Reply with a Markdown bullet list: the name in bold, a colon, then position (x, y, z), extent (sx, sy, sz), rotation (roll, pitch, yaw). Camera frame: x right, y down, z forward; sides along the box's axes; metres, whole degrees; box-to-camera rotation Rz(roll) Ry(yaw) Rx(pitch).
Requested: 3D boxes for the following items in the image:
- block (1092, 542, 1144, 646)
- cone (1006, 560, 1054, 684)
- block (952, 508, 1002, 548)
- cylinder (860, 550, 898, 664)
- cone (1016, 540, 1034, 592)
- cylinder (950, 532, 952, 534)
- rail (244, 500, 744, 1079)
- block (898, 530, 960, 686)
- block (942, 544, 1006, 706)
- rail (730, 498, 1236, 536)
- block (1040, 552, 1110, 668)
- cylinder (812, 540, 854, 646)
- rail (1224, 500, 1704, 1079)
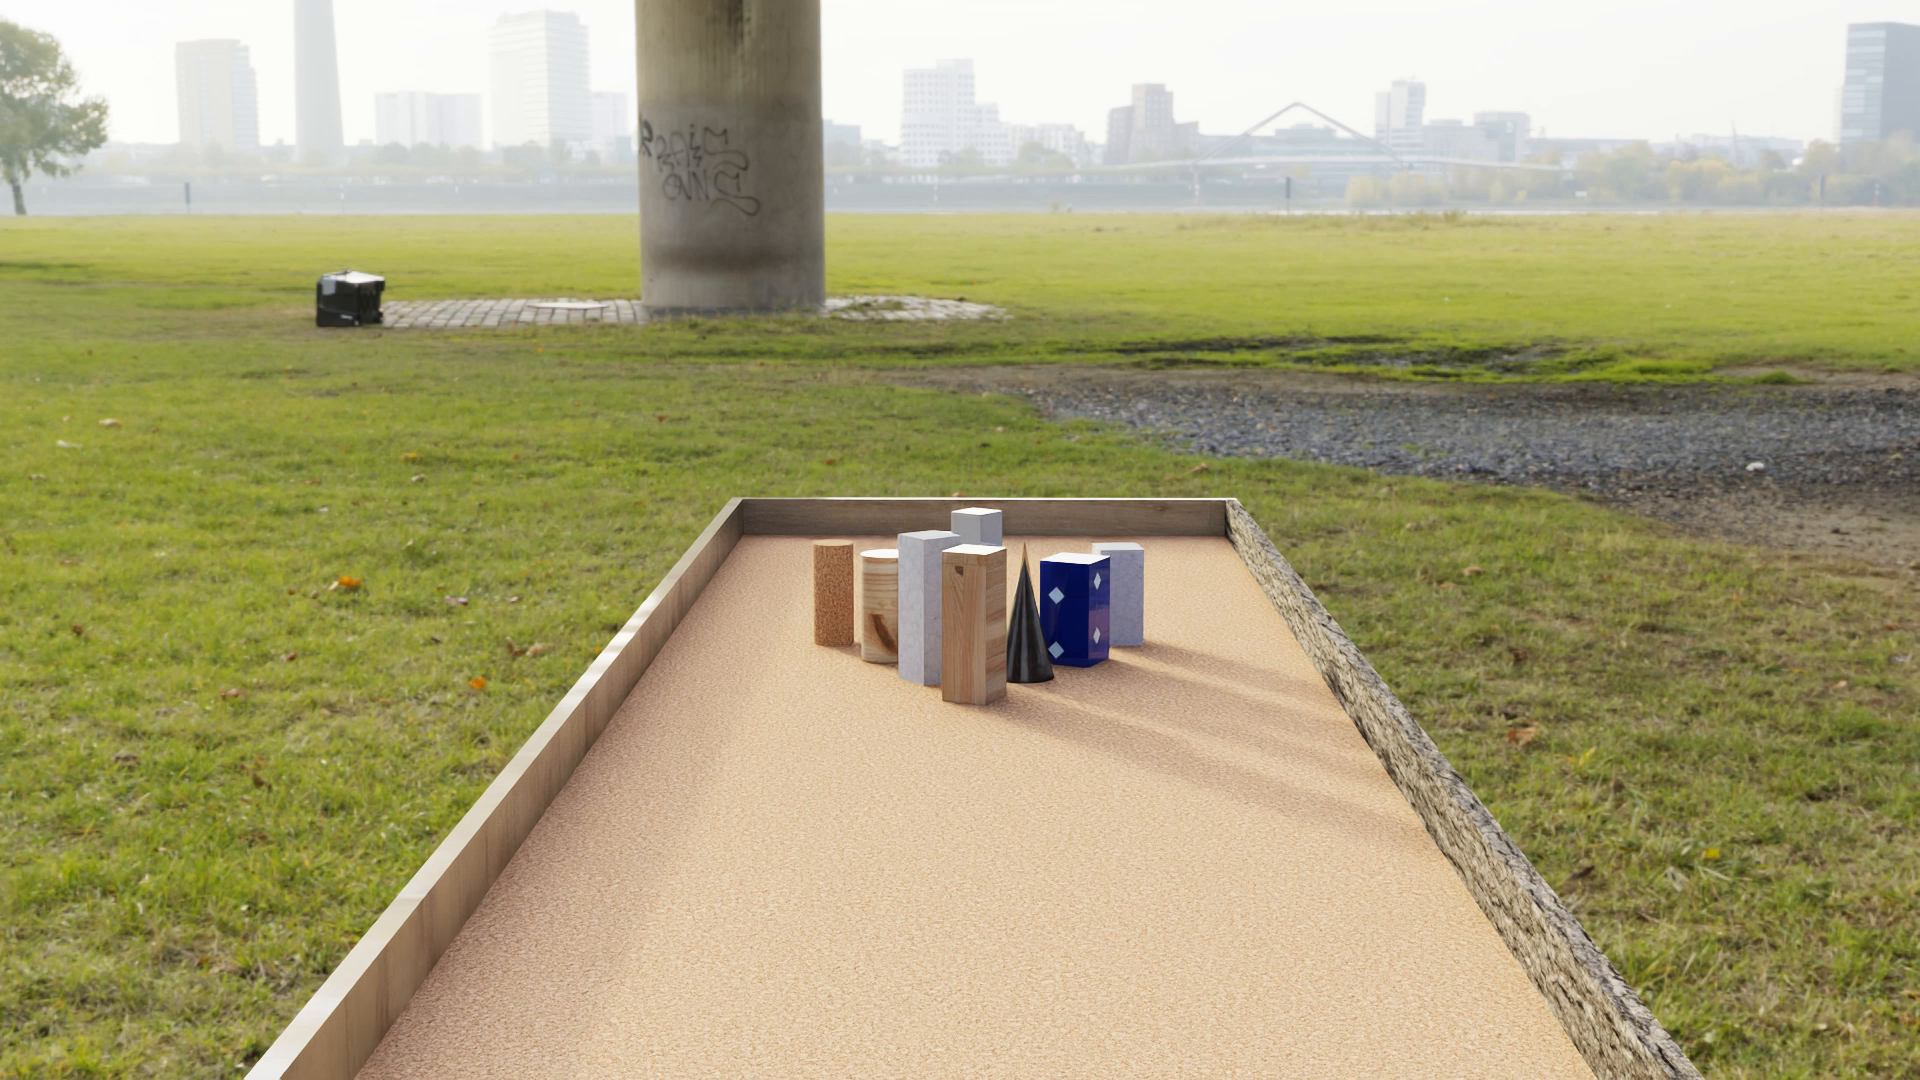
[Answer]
- **block**: position (0.499, 0.170, 6.961), extent (0.140, 0.305, 0.140), rotation (-1, 9, -7)
- **cone**: position (0.188, 0.227, 6.442), extent (0.179, 0.356, 0.179), rotation (0, 9, 0)
- **block**: position (0.051, 0.137, 6.695), extent (0.110, 0.454, 0.110), rotation (7, 11, 37)
- **cylinder**: position (-0.222, 0.202, 6.689), extent (0.157, 0.326, 0.157), rotation (0, 9, 0)
- **cone**: position (0.204, 0.160, 6.953), extent (0.114, 0.327, 0.114), rotation (0, 9, 0)
- **cylinder**: position (-0.057, 0.154, 6.944), extent (0.158, 0.342, 0.158), rotation (0, 9, 0)
- **rail**: position (-1.004, 0.839, 3.234), extent (0.050, 0.150, 12.000), rotation (0, 9, 1)
- **block**: position (-0.089, 0.196, 6.409), extent (0.130, 0.427, 0.130), rotation (-6, 11, -35)
- **block**: position (0.041, 0.236, 6.159), extent (0.135, 0.425, 0.135), rotation (4, 10, 26)
- **rail**: position (0.099, -0.098, 9.147), extent (2.100, 0.150, 0.050), rotation (0, 9, 1)
- **block**: position (0.348, 0.211, 6.670), extent (0.161, 0.316, 0.161), rotation (4, 10, 26)
- **cylinder**: position (-0.399, 0.166, 6.939), extent (0.129, 0.320, 0.129), rotation (0, 9, 0)
- **rail**: position (1.046, 0.843, 3.208), extent (0.050, 0.150, 12.000), rotation (0, 9, 1)
